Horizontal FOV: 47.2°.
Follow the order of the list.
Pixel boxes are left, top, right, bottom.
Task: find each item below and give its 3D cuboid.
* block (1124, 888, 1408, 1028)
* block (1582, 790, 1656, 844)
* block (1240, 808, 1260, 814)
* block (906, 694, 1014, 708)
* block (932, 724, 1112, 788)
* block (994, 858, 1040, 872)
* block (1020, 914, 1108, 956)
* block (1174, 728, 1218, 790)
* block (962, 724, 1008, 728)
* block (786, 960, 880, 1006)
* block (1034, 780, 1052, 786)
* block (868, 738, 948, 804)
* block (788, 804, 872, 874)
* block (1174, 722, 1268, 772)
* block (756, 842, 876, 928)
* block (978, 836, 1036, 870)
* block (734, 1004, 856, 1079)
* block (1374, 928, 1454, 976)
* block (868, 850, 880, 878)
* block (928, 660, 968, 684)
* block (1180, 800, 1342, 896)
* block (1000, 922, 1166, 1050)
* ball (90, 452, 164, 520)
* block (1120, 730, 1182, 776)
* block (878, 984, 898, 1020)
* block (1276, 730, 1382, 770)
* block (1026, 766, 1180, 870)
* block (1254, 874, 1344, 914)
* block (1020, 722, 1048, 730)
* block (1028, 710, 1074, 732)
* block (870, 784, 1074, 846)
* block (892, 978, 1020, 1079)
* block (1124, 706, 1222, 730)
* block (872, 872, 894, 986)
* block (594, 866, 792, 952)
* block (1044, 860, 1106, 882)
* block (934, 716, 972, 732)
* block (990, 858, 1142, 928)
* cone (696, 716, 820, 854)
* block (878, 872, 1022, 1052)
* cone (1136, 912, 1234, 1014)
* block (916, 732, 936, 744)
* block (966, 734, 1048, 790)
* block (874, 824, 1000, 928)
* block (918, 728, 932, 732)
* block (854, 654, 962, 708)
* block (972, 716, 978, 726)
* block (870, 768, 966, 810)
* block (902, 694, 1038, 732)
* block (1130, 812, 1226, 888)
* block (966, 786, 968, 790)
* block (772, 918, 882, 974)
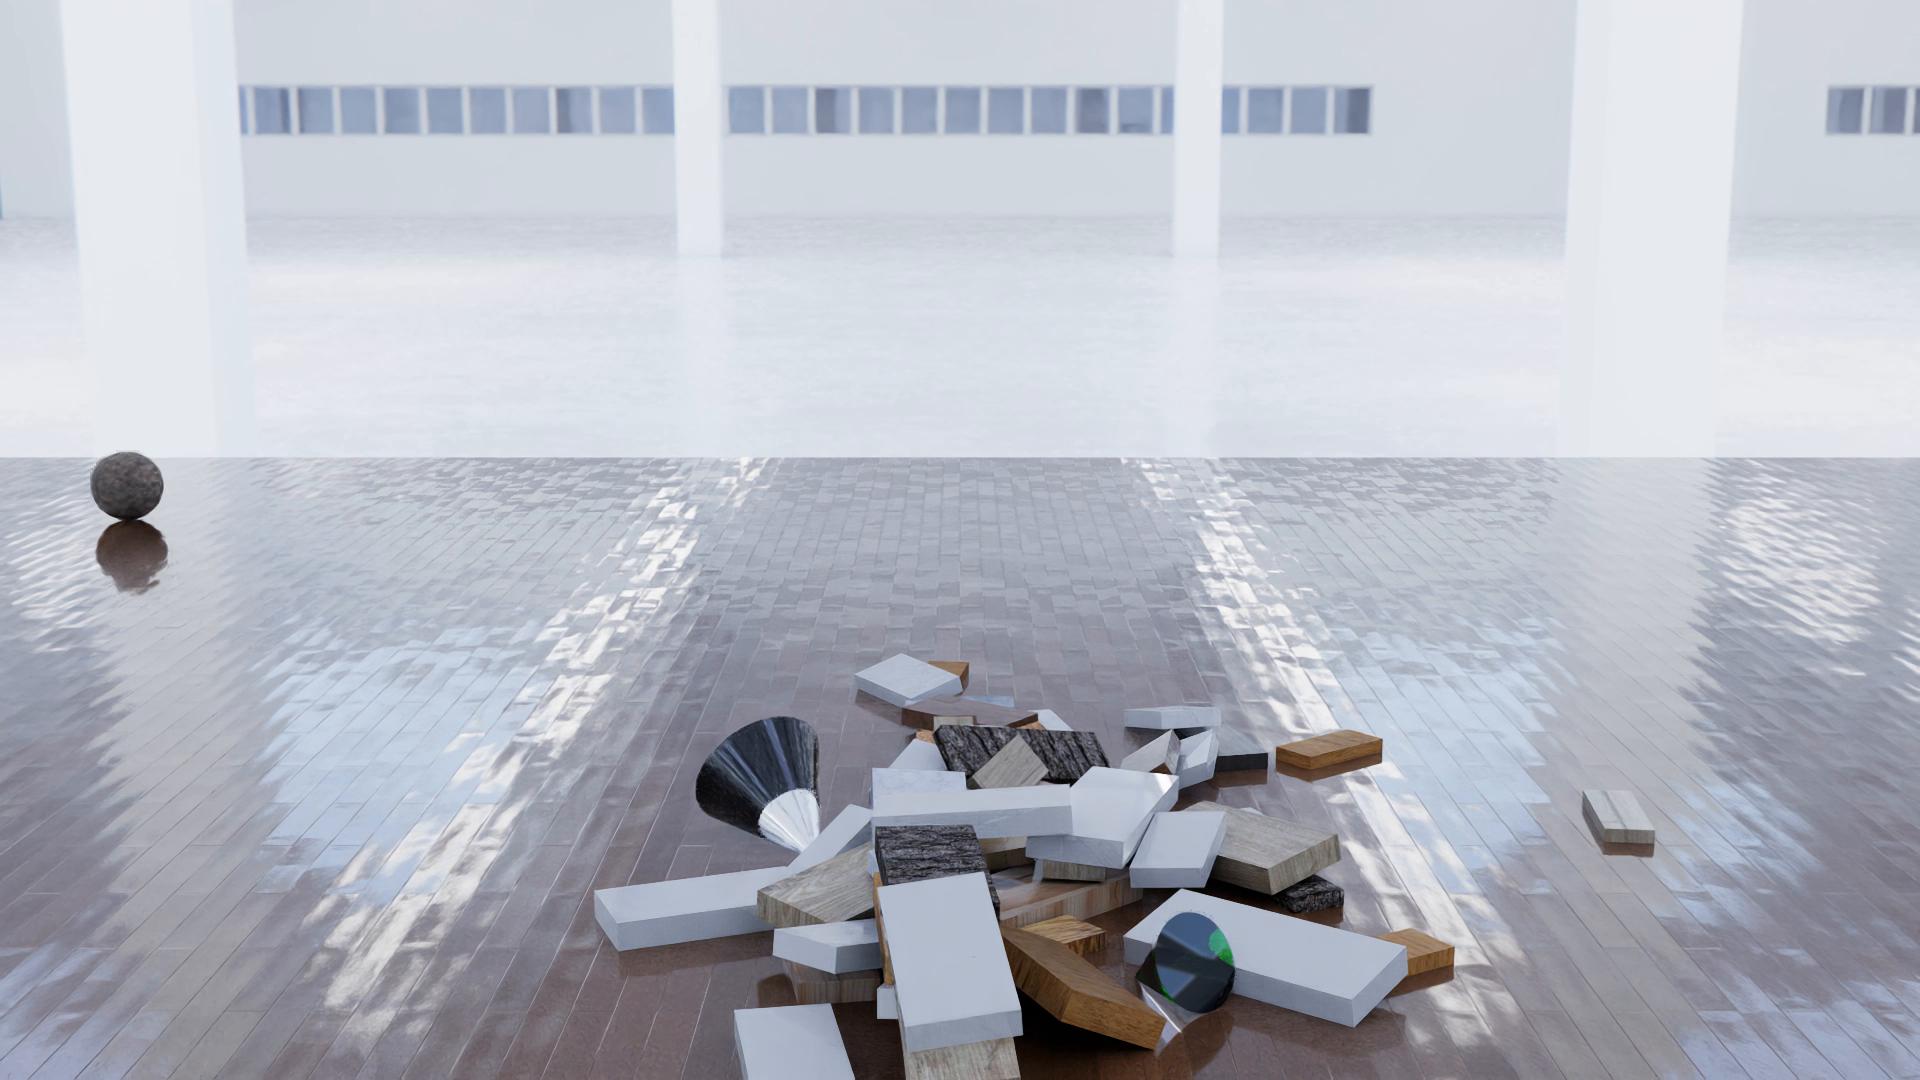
[{"bbox_3d":[0.454,0.621,3.292,0.394,0.046,0.162,9,25,39],"label":"block"},{"bbox_3d":[1.210,0.507,4.046,0.088,0.025,0.239,1,11,6],"label":"block"},{"bbox_3d":[0.521,0.529,3.905,0.116,0.033,0.231,-4,11,-21],"label":"block"},{"bbox_3d":[0.001,0.354,4.761,0.241,0.024,0.084,0,-1,-42],"label":"block"},{"bbox_3d":[0.125,0.407,4.095,0.389,0.033,0.116,7,44,-41],"label":"block"},{"bbox_3d":[0.148,0.544,3.838,0.101,0.029,0.202,5,12,26],"label":"block"},{"bbox_3d":[0.124,0.626,3.402,0.192,0.027,0.096,-8,13,-37],"label":"block"},{"bbox_3d":[0.439,0.435,4.296,0.117,0.033,0.234,-21,7,13],"label":"block"},{"bbox_3d":[0.063,0.410,4.208,0.031,0.108,0.217,-35,-18,18],"label":"block"},{"bbox_3d":[-0.197,0.637,3.323,0.121,0.034,0.241,-2,11,-10],"label":"block"},{"bbox_3d":[0.233,0.494,3.971,0.231,0.033,0.116,14,14,13],"label":"block"},{"bbox_3d":[-0.081,0.430,3.988,0.095,0.027,0.191,13,30,21],"label":"block"},{"bbox_3d":[-0.215,0.520,3.707,0.176,0.025,0.088,-44,26,-25],"label":"block"},{"bbox_3d":[0.529,0.422,4.483,0.117,0.033,0.234,-3,11,-13],"label":"block"},{"bbox_3d":[-0.150,0.551,3.473,0.161,0.046,0.322,17,21,37],"label":"block"},{"bbox_3d":[0.081,0.523,3.772,0.101,0.029,0.202,-11,5,6],"label":"block"},{"bbox_3d":[-0.225,0.700,2.969,0.136,0.039,0.272,-2,11,-10],"label":"block"},{"bbox_3d":[0.649,0.636,3.348,0.192,0.027,0.096,-7,12,-32],"label":"block"},{"bbox_3d":[-0.047,0.534,3.391,0.121,0.034,0.241,-3,15,-20],"label":"block"},{"bbox_3d":[-0.040,0.316,5.073,0.094,0.027,0.189,2,11,9],"label":"block"},{"bbox_3d":[0.471,0.521,3.751,0.164,0.047,0.328,-19,15,-33],"label":"block"},{"bbox_3d":[0.145,0.630,3.153,0.162,0.046,0.323,23,0,-26],"label":"block"},{"bbox_3d":[-2.720,-0.177,7.186,0.225,0.225,0.225,0,11,0],"label":"ball"},{"bbox_3d":[0.361,0.438,4.230,0.117,0.033,0.234,-33,4,13],"label":"block"},{"bbox_3d":[-0.023,0.635,3.106,0.142,0.040,0.284,0,-3,7],"label":"block"},{"bbox_3d":[0.753,0.426,4.480,0.215,0.027,0.095,-8,13,-37],"label":"block"},{"bbox_3d":[0.253,0.473,3.793,0.161,0.046,0.487,5,8,16],"label":"block"},{"bbox_3d":[0.547,0.575,3.676,0.096,0.027,0.192,-5,12,-24],"label":"block"},{"bbox_3d":[0.177,0.422,4.312,0.084,0.024,0.167,-13,41,-43],"label":"block"},{"bbox_3d":[0.160,0.405,4.565,0.128,0.036,0.256,-3,11,-14],"label":"block"},{"bbox_3d":[0.021,0.451,3.617,0.323,0.046,0.162,-4,6,2],"label":"block"},{"bbox_3d":[-0.008,0.631,2.873,0.142,0.040,0.283,-6,28,-4],"label":"block"},{"bbox_3d":[0.441,0.370,4.592,0.127,0.036,0.255,-3,-3,-13],"label":"block"},{"bbox_3d":[-0.042,0.553,3.156,0.149,0.042,0.299,0,14,-6],"label":"block"},{"bbox_3d":[-0.411,0.591,3.539,0.322,0.046,0.161,-4,11,-22],"label":"block"},{"bbox_3d":[0.190,0.524,3.669,0.101,0.029,0.202,3,8,2],"label":"block"},{"bbox_3d":[-0.012,0.413,4.272,0.076,0.022,0.152,0,52,-2],"label":"block"},{"bbox_3d":[0.128,0.582,3.587,0.329,0.047,0.164,-10,14,-43],"label":"block"},{"bbox_3d":[-0.306,0.488,3.912,0.248,0.248,0.248,-7,39,-32],"label":"cone"},{"bbox_3d":[-0.017,0.557,2.926,0.149,0.042,0.299,-7,28,-6],"label":"block"},{"bbox_3d":[0.302,0.635,3.245,0.146,0.146,0.146,-8,-13,-37],"label":"cone"},{"bbox_3d":[-0.023,0.442,4.151,0.108,0.031,0.217,-1,34,-4],"label":"block"},{"bbox_3d":[0.085,0.428,3.975,0.025,0.088,0.175,-42,-3,38],"label":"block"},{"bbox_3d":[-0.037,0.493,3.224,0.149,0.042,0.299,0,14,-7],"label":"block"},{"bbox_3d":[-0.015,0.416,4.505,0.128,0.036,0.356,-1,11,-3],"label":"block"},{"bbox_3d":[-0.117,0.320,4.934,0.128,0.036,0.256,-23,20,-26],"label":"block"},{"bbox_3d":[-0.003,0.413,4.299,0.076,0.022,0.152,0,52,-3],"label":"block"},{"bbox_3d":[-0.067,0.500,3.761,0.164,0.047,0.328,3,26,-5],"label":"block"},{"bbox_3d":[0.019,0.362,4.455,0.255,0.036,0.127,8,15,39],"label":"block"},{"bbox_3d":[0.365,0.514,3.666,0.121,0.034,0.241,-3,14,16],"label":"block"},{"bbox_3d":[-0.031,0.475,4.024,0.108,0.031,0.217,-4,28,-9],"label":"block"},{"bbox_3d":[-0.129,0.598,3.262,0.136,0.039,0.272,5,1,45],"label":"block"}]
